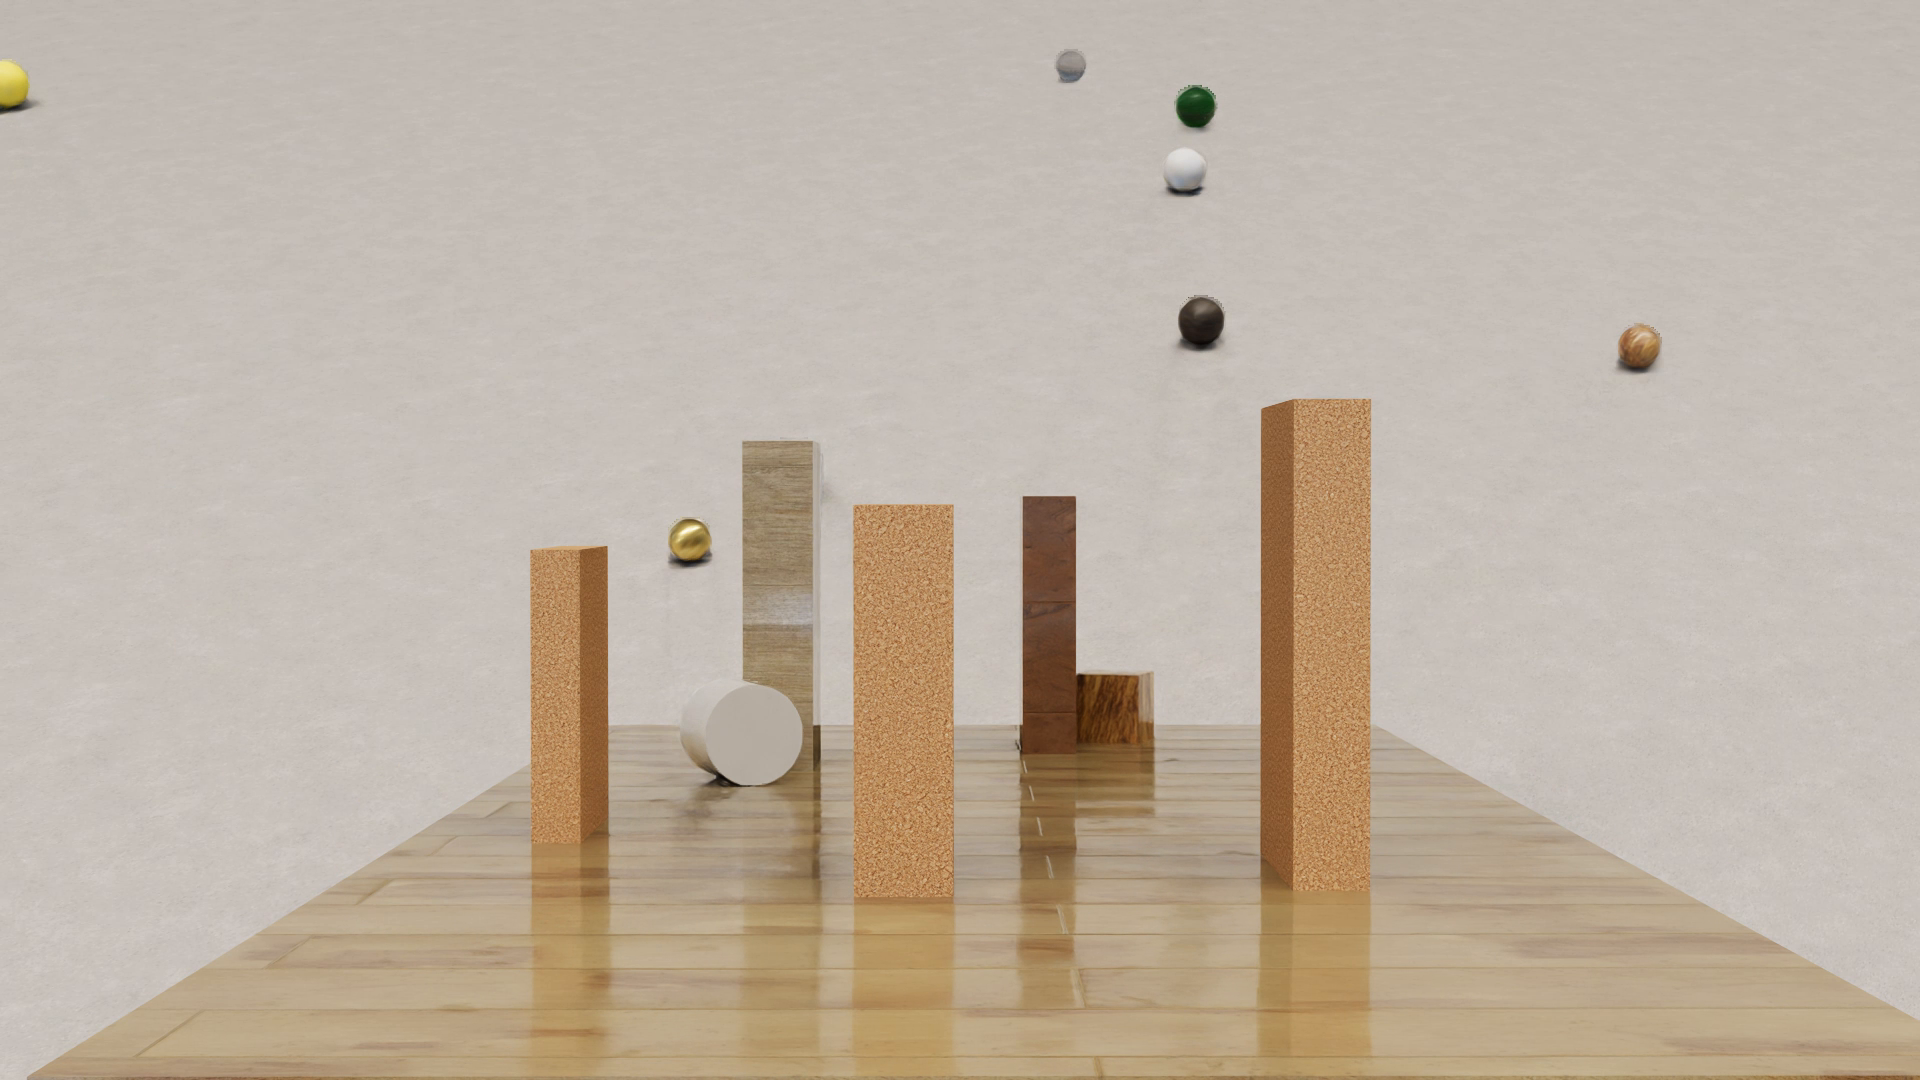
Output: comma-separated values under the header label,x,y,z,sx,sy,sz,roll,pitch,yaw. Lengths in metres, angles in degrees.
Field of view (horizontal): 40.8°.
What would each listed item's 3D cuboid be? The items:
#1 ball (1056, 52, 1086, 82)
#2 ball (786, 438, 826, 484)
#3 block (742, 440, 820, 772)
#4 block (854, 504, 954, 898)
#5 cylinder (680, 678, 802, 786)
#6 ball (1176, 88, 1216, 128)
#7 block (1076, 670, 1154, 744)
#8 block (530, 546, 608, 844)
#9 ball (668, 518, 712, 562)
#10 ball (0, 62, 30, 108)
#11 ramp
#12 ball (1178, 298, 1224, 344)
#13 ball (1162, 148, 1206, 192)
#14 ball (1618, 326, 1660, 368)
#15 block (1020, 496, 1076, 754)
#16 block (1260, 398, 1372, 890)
label,x,y,z,sx,sy,sz,roll,pitch,yaw
ball,0.506,-2.152,11.735,0.137,0.137,0.137,0,27,0
ball,-0.509,-0.218,7.917,0.190,0.190,0.190,0,27,0
block,-0.386,0.138,5.617,0.149,0.700,0.310,0,1,0
block,-0.082,0.230,3.960,0.145,0.570,0.426,0,1,0
cylinder,-0.450,0.391,5.283,0.204,0.204,0.204,-11,5,-20
ball,1.016,-1.865,11.138,0.173,0.173,0.173,0,27,0
block,0.367,0.397,6.185,0.161,0.161,0.161,0,1,18
block,-0.679,0.260,4.506,0.083,0.493,0.350,0,1,0
ball,-0.791,0.001,7.563,0.127,0.127,0.127,0,27,0
ball,-4.208,-2.005,11.372,0.206,0.206,0.206,0,27,0
ramp,0.062,0.555,4.592,2.000,0.100,4.000,0,1,0
ball,0.842,-0.764,9.008,0.164,0.164,0.164,0,27,0
ball,0.905,-1.492,10.407,0.178,0.178,0.178,0,27,0
ball,2.322,-0.661,8.830,0.143,0.143,0.143,0,27,0
block,0.201,0.190,5.961,0.121,0.583,0.275,0,1,0
block,0.548,0.152,4.007,0.114,0.725,0.411,0,1,0
